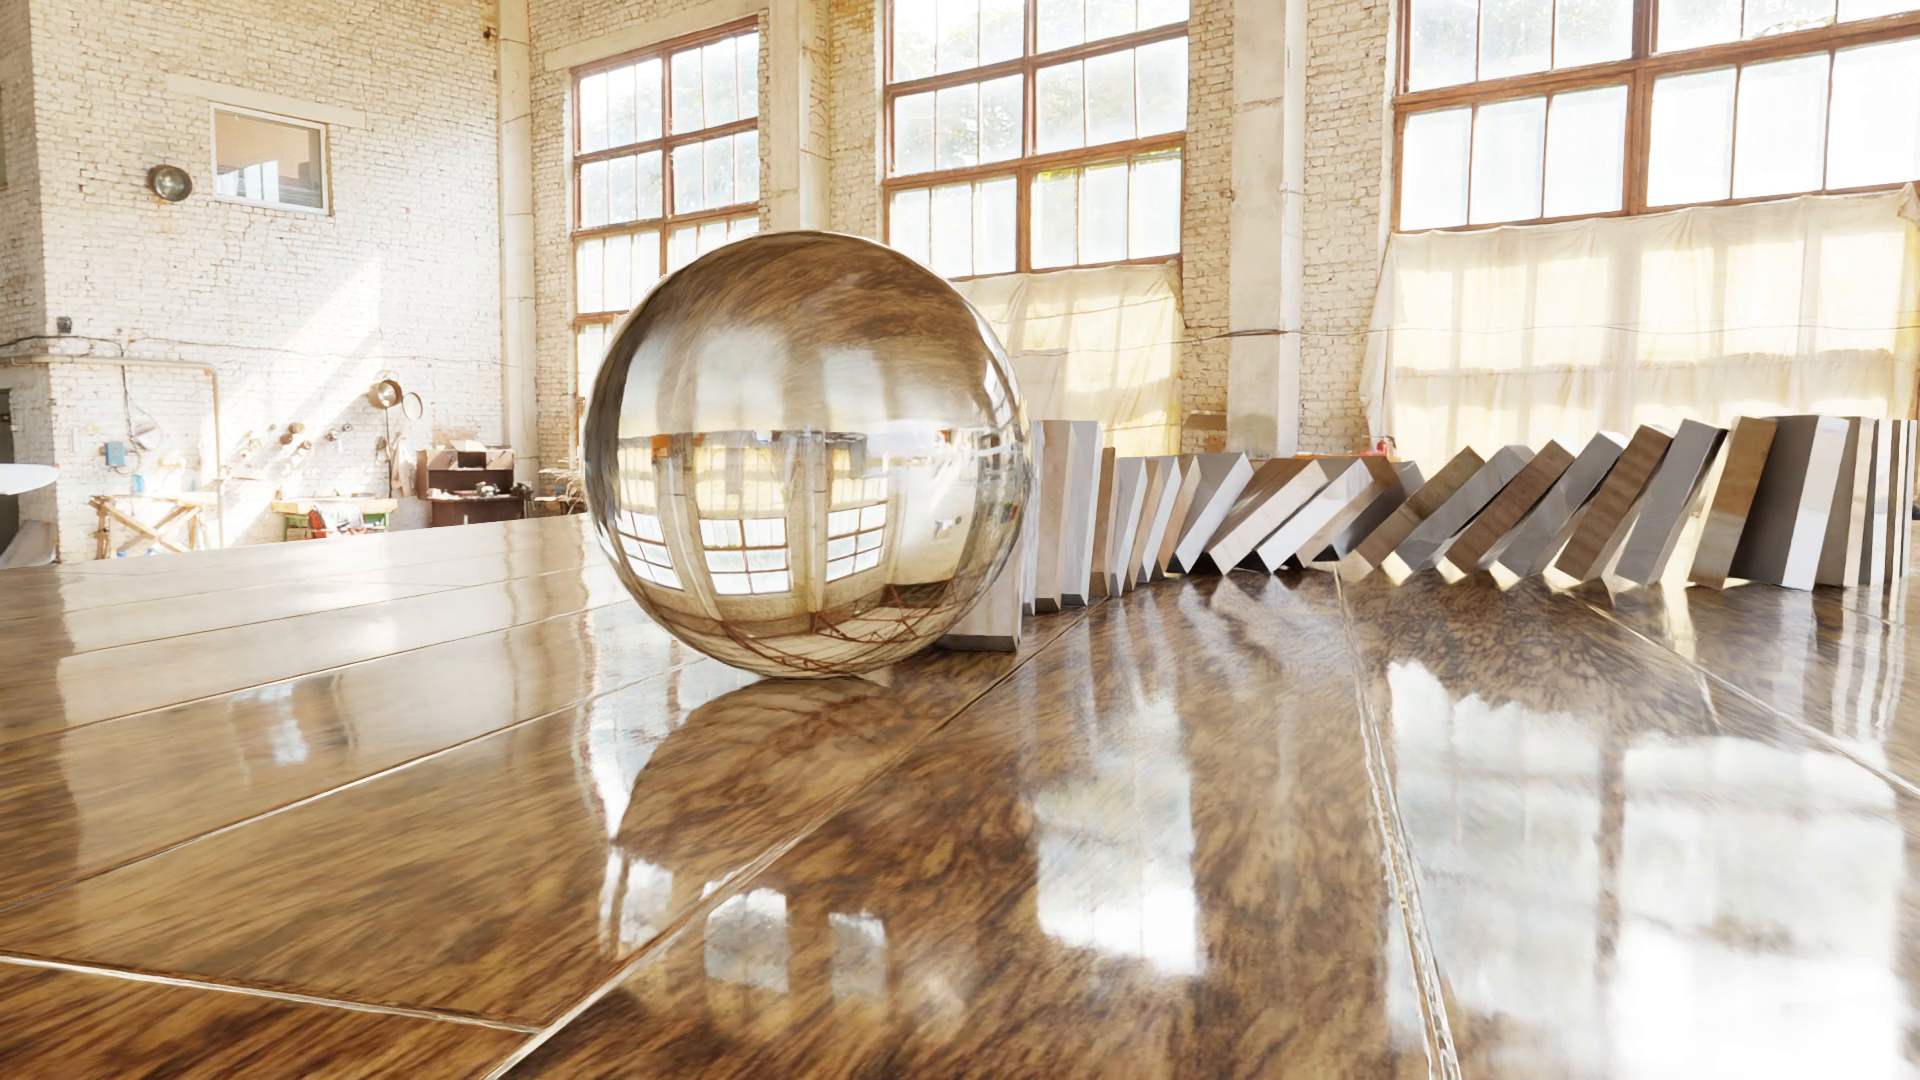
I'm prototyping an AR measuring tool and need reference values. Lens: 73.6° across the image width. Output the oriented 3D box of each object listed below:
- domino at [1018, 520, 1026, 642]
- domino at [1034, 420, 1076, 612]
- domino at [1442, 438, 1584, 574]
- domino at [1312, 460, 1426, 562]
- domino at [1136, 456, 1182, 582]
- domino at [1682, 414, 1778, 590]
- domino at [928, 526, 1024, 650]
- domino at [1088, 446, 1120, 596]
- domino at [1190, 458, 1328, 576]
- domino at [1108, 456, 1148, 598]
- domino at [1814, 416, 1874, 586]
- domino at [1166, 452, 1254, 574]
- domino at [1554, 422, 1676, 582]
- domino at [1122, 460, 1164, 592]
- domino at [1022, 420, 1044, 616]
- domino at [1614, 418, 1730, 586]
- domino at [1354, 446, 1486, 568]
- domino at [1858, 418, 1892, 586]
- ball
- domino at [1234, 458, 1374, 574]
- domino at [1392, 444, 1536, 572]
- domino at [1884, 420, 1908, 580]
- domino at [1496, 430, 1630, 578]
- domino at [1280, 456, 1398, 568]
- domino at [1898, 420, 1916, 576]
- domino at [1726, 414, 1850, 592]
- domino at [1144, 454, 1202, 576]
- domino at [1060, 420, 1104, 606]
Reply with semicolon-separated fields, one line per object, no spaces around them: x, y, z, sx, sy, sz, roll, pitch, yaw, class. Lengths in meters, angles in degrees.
0.002;-0.003;0.282;0.025;0.050;0.010;1;-23;8;domino
0.015;-0.007;0.335;0.025;0.050;0.010;1;-23;15;domino
0.182;-0.011;0.417;0.025;0.050;0.010;-5;47;-51;domino
0.141;-0.010;0.460;0.050;0.009;0.025;-37;15;-23;domino
0.052;-0.007;0.405;0.025;0.010;0.050;0;41;25;domino
0.229;-0.011;0.382;0.010;0.050;0.025;17;11;25;domino
0.000;-0.002;0.271;0.025;0.050;0.010;1;-23;8;domino
0.030;-0.005;0.361;0.025;0.010;0.050;-3;44;15;domino
0.097;-0.009;0.432;0.050;0.009;0.025;-39;16;-14;domino
0.038;-0.005;0.374;0.025;0.010;0.050;1;43;19;domino
0.259;-0.012;0.389;0.010;0.050;0.025;6;0;-35;domino
0.076;-0.010;0.431;0.025;0.010;0.050;2;43;46;domino
0.204;-0.012;0.397;0.009;0.050;0.025;36;25;31;domino
0.044;-0.005;0.389;0.025;0.009;0.050;2;41;21;domino
0.007;-0.006;0.324;0.025;0.050;0.010;1;-23;9;domino
0.216;-0.012;0.389;0.009;0.050;0.025;27;19;33;domino
0.159;-0.012;0.441;0.009;0.050;0.025;47;18;12;domino
0.271;-0.012;0.397;0.010;0.050;0.025;-3;5;-35;domino
-0.027;-0.015;0.231;0.080;0.080;0.080;0;4;0;ball
0.113;-0.009;0.435;0.050;0.010;0.025;-40;16;-14;domino
0.170;-0.011;0.427;0.025;0.050;0.009;-6;51;-52;domino
0.284;-0.013;0.409;0.010;0.050;0.025;-4;6;-44;domino
0.193;-0.011;0.407;0.010;0.050;0.025;44;28;28;domino
0.126;-0.010;0.447;0.050;0.010;0.025;-41;16;-17;domino
0.297;-0.014;0.421;0.010;0.050;0.025;-4;6;-44;domino
0.245;-0.011;0.381;0.010;0.050;0.025;10;3;-6;domino
0.060;-0.008;0.420;0.025;0.010;0.050;-1;41;29;domino
0.023;-0.008;0.344;0.025;0.050;0.009;1;-23;16;domino
